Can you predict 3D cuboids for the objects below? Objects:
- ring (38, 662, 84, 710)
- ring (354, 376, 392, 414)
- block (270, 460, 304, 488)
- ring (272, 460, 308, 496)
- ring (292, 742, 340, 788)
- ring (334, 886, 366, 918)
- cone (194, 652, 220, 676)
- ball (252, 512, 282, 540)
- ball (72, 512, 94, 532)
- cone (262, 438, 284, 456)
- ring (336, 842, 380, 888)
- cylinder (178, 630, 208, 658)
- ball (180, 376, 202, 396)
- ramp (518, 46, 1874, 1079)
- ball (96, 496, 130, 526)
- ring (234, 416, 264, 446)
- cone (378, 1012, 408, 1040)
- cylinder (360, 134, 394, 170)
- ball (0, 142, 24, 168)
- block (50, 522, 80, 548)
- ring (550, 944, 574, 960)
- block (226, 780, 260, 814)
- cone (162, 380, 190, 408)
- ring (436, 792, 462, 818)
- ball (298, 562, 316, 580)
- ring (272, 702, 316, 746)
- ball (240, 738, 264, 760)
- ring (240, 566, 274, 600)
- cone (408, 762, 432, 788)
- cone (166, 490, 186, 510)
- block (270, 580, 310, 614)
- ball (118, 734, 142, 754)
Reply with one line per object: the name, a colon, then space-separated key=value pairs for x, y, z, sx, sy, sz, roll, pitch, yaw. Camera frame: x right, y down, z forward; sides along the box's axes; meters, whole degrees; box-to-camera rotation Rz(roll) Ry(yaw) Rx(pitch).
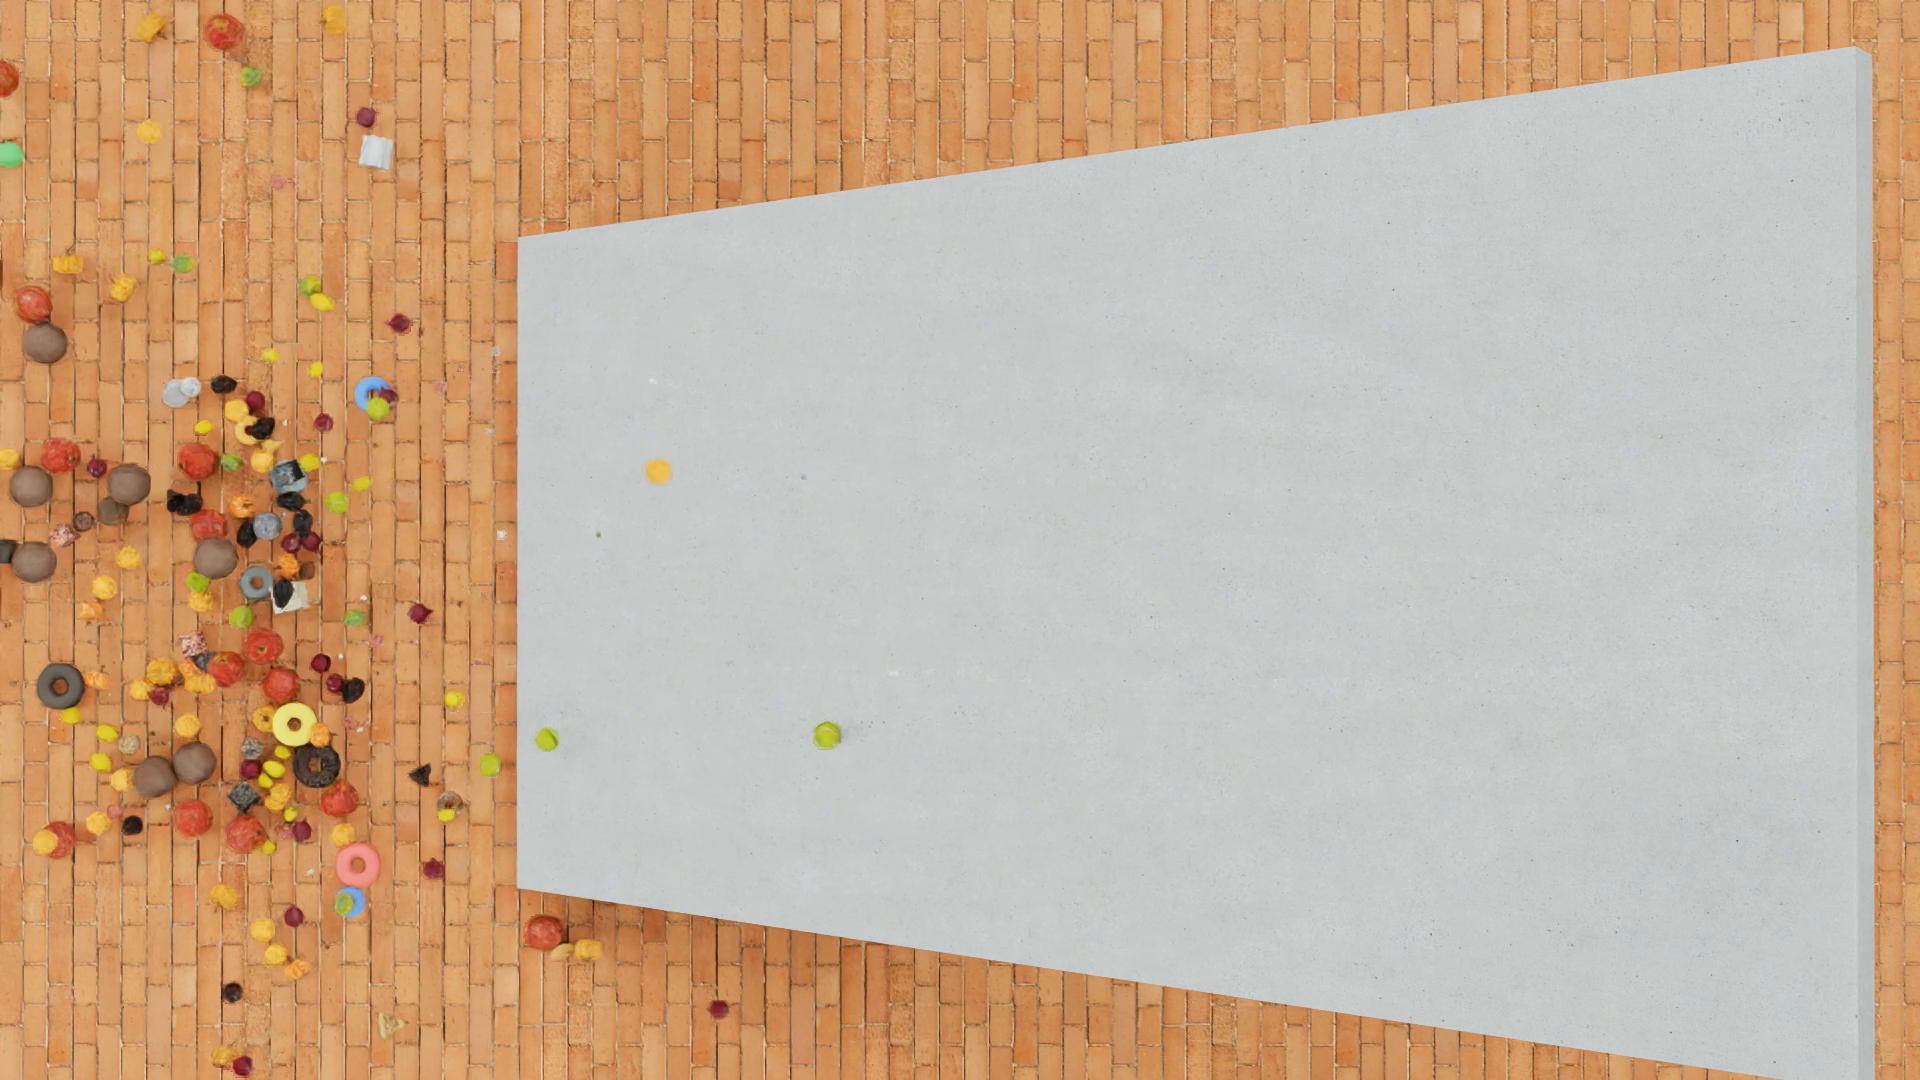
ring: x=-2.787 y=0.454 z=6.814 sx=0.148 sy=0.049 sz=0.148 roll=0 pitch=90 yaw=1
ring: x=-1.822 y=-0.451 z=6.825 sx=0.116 sy=0.039 sz=0.116 roll=0 pitch=91 yaw=-1
block: x=-2.069 y=-0.205 z=6.761 sx=0.060 sy=0.060 sz=0.060 roll=-19 pitch=100 yaw=21
ring: x=-2.078 y=-0.193 z=6.824 sx=0.116 sy=0.039 sz=0.116 roll=0 pitch=91 yaw=1
ring: x=-1.994 y=0.697 z=6.813 sx=0.147 sy=0.049 sz=0.147 roll=0 pitch=89 yaw=1
ring: x=-1.891 y=1.122 z=6.818 sx=0.097 sy=0.032 sz=0.097 roll=0 pitch=89 yaw=1
cone: x=-2.351 y=0.373 z=6.821 sx=0.079 sy=0.079 sz=0.079 roll=14 pitch=90 yaw=27
ball: x=-2.140 y=-0.043 z=6.797 sx=0.088 sy=0.088 sz=0.088 roll=0 pitch=90 yaw=0
ball: x=-2.715 y=-0.057 z=6.809 sx=0.065 sy=0.065 sz=0.065 roll=0 pitch=90 yaw=0
cone: x=-2.130 y=-0.295 z=6.829 sx=0.063 sy=0.063 sz=0.063 roll=-15 pitch=90 yaw=-27
ring: x=-1.864 y=1.007 z=6.812 sx=0.143 sy=0.048 sz=0.143 roll=0 pitch=89 yaw=1
cylinder: x=-2.371 y=0.324 z=6.804 sx=0.070 sy=0.070 sz=0.070 roll=-16 pitch=90 yaw=0
ball: x=-2.380 y=-0.474 z=6.805 sx=0.062 sy=0.062 sz=0.062 roll=0 pitch=90 yaw=0
ramp: x=0.210 y=0.061 z=5.525 sx=4.000 sy=0.100 sz=2.000 roll=0 pitch=90 yaw=40
ball: x=-2.617 y=-0.089 z=6.793 sx=0.097 sy=0.097 sz=0.097 roll=0 pitch=90 yaw=0
ring: x=-2.206 y=-0.340 z=6.828 sx=0.092 sy=0.031 sz=0.092 roll=0 pitch=90 yaw=-1
cone: x=-1.746 y=1.497 z=6.794 sx=0.090 sy=0.090 sz=0.090 roll=-7 pitch=90 yaw=-9
cylinder: x=-1.801 y=-1.196 z=6.786 sx=0.090 sy=0.090 sz=0.090 roll=10 pitch=92 yaw=0
ball: x=-2.944 y=-1.193 z=6.810 sx=0.077 sy=0.077 sz=0.077 roll=0 pitch=90 yaw=0
block: x=-2.774 y=-0.016 z=6.814 sx=0.054 sy=0.054 sz=0.054 roll=-37 pitch=90 yaw=0
ring: x=-1.230 y=1.272 z=6.794 sx=0.081 sy=0.081 sz=0.027 roll=-27 pitch=67 yaw=0
block: x=-2.213 y=0.792 z=6.791 sx=0.068 sy=0.068 sz=0.068 roll=46 pitch=68 yaw=2
cone: x=-2.439 y=-0.458 z=6.797 sx=0.089 sy=0.089 sz=0.089 roll=0 pitch=86 yaw=1
ring: x=-1.584 y=0.822 z=6.823 sx=0.083 sy=0.028 sz=0.083 roll=0 pitch=91 yaw=1
ball: x=-2.022 y=0.098 z=6.813 sx=0.055 sy=0.055 sz=0.055 roll=0 pitch=90 yaw=0
ring: x=-2.055 y=0.570 z=6.793 sx=0.138 sy=0.046 sz=0.138 roll=6 pitch=78 yaw=-33
ball: x=-2.189 y=0.647 z=6.802 sx=0.071 sy=0.071 sz=0.071 roll=0 pitch=90 yaw=0
ring: x=-2.181 y=0.134 z=6.823 sx=0.109 sy=0.036 sz=0.109 roll=0 pitch=89 yaw=1
cone: x=-1.660 y=0.718 z=6.821 sx=0.071 sy=0.071 sz=0.071 roll=31 pitch=63 yaw=0
cone: x=-2.447 y=-0.138 z=6.827 sx=0.067 sy=0.067 sz=0.067 roll=-42 pitch=63 yaw=0
block: x=-2.073 y=0.177 z=6.798 sx=0.084 sy=0.084 sz=0.084 roll=-13 pitch=90 yaw=0
ball: x=-2.560 y=0.629 z=6.782 sx=0.067 sy=0.067 sz=0.067 roll=0 pitch=90 yaw=0
